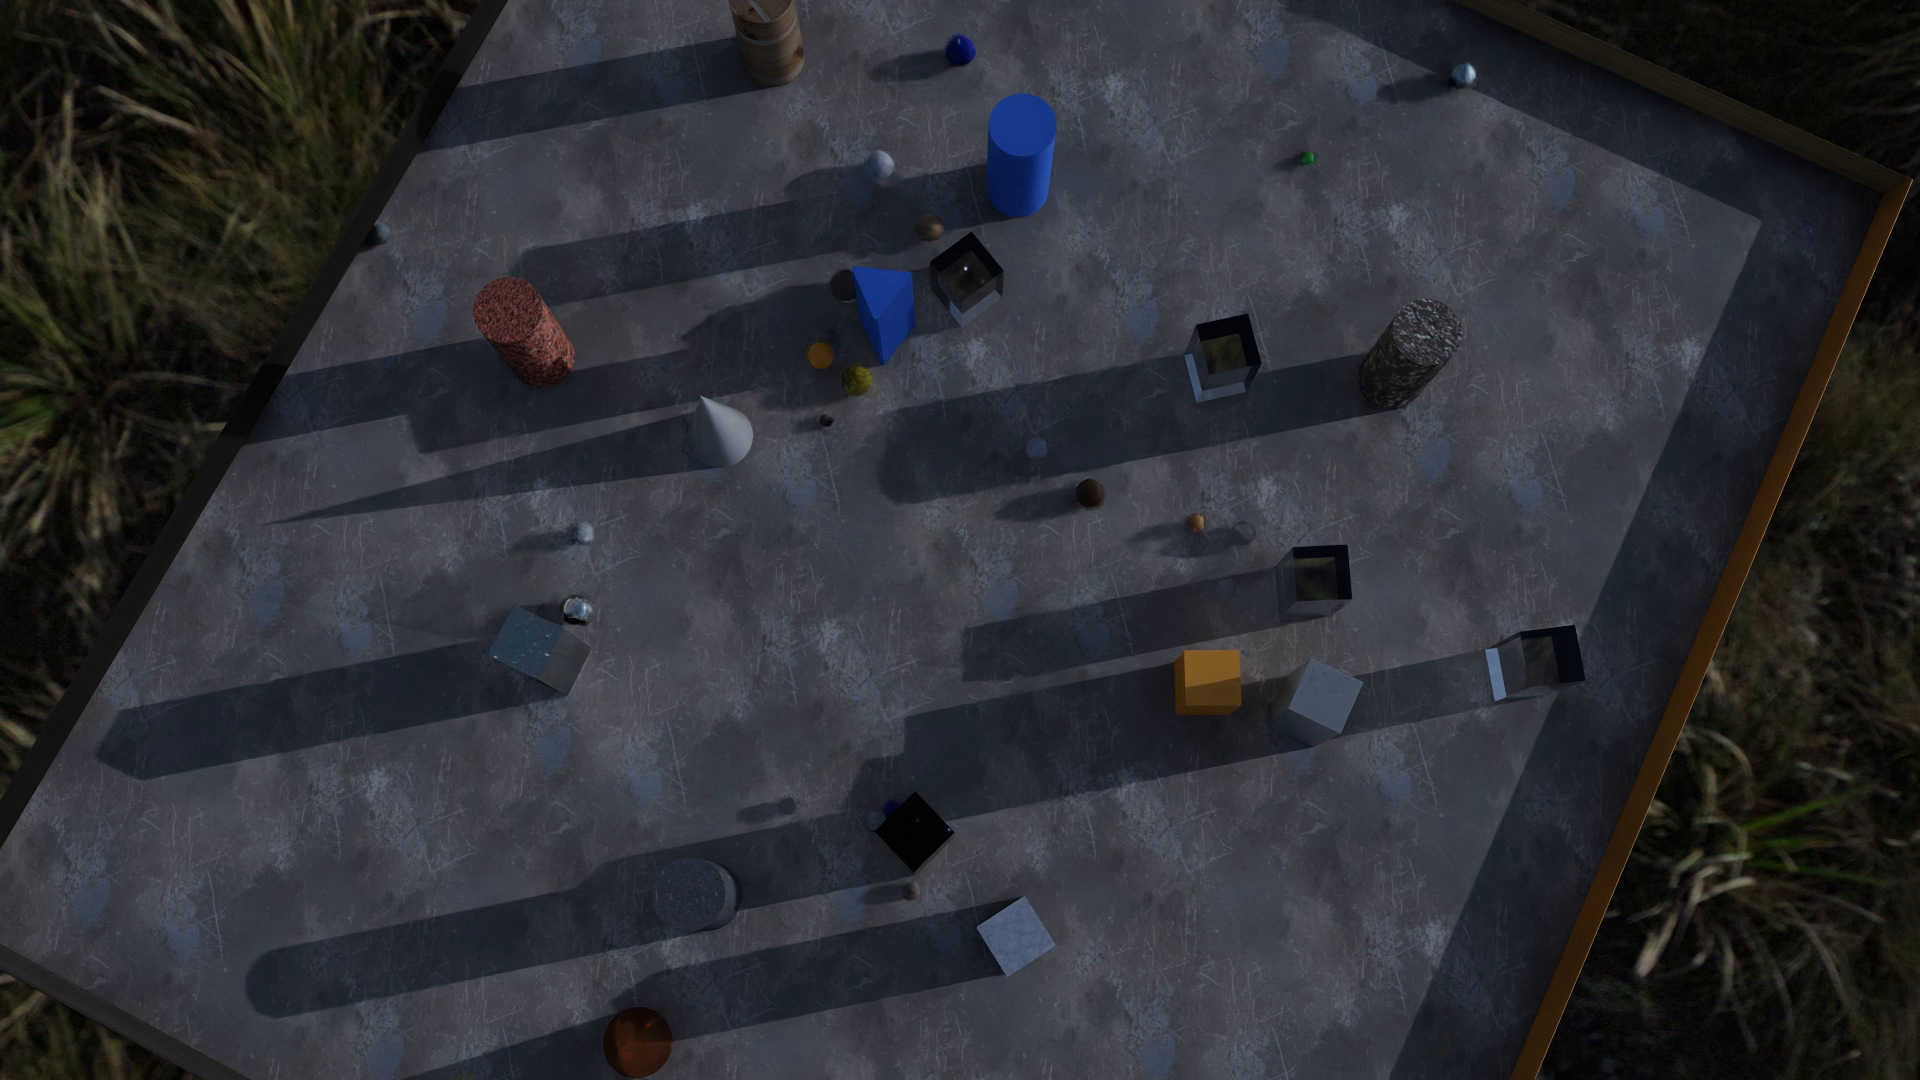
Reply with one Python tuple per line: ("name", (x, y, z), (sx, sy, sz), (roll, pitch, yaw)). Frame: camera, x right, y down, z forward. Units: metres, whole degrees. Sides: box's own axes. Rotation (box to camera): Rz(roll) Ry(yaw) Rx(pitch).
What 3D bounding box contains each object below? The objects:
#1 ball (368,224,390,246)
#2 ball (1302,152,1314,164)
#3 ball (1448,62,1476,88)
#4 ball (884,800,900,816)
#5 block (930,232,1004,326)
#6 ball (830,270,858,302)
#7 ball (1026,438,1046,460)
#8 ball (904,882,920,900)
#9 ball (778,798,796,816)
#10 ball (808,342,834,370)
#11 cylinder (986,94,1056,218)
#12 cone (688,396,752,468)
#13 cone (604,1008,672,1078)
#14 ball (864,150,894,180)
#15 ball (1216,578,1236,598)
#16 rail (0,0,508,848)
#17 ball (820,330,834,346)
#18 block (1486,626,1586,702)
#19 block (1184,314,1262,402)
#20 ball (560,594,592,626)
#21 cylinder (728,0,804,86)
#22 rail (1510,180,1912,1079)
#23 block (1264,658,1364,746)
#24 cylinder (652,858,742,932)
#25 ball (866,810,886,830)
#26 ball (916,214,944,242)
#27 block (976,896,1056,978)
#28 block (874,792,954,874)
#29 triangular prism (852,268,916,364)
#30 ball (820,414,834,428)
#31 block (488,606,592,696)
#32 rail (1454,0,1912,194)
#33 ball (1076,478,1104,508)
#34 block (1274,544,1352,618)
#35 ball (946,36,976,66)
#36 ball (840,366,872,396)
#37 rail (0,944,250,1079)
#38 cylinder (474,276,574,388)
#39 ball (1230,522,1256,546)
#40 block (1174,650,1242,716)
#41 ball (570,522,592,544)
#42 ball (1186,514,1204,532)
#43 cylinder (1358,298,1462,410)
("ball", (-1.831, -0.962, 5.782), (0.066, 0.066, 0.066), (0, 78, 0))
("ball", (1.110, -1.218, 5.848), (0.042, 0.042, 0.042), (0, 78, 0))
("ball", (1.612, -1.492, 5.883), (0.084, 0.084, 0.084), (0, 78, 0))
("ball", (-0.201, 0.797, 5.425), (0.053, 0.053, 0.053), (0, 78, 0))
("block", (0.021, -0.802, 5.657), (0.160, 0.246, 0.160), (-37, 81, -7))
("ball", (-0.356, -0.794, 5.730), (0.100, 0.100, 0.100), (0, 78, 0))
("ball", (0.234, -0.279, 5.641), (0.065, 0.065, 0.065), (0, 78, 0))
("ball", (-0.141, 1.029, 5.377), (0.052, 0.052, 0.052), (0, 78, 0))
("ball", (-0.511, 0.789, 5.427), (0.052, 0.052, 0.052), (0, 78, 0))
("ball", (-0.432, -0.572, 5.692), (0.084, 0.084, 0.084), (0, 78, 0))
("cylinder", (0.184, -1.172, 5.617), (0.200, 0.474, 0.200), (0, 78, 0))
("cone", (-0.742, -0.367, 5.463), (0.200, 0.450, 0.200), (0, 78, 0))
("cone", (-0.934, 1.426, 5.163), (0.200, 0.310, 0.200), (0, 78, 0))
("ball", (-0.256, -1.188, 5.815), (0.093, 0.093, 0.093), (0, 78, 0))
("ball", (0.809, 0.143, 5.556), (0.060, 0.060, 0.060), (0, 78, 0))
("rail", (-1.901, -0.924, 5.741), (0.045, 0.130, 4.705), (26, 80, 5))
("ball", (-0.414, -0.631, 5.724), (0.046, 0.046, 0.046), (0, 78, 0))
("block", (1.679, 0.364, 5.364), (0.160, 0.348, 0.160), (-7, 78, -1))
("block", (0.797, -0.551, 5.579), (0.160, 0.297, 0.160), (-12, 79, -3))
("ball", (-1.156, 0.210, 5.524), (0.096, 0.096, 0.096), (0, 78, 0))
("cylinder", (-0.602, -1.605, 5.728), (0.200, 0.432, 0.200), (0, 78, 0))
("rail", (1.901, 0.938, 5.355), (0.045, 0.130, 4.705), (26, 80, 5))
("block", (1.022, 0.475, 5.315), (0.160, 0.398, 0.160), (26, 79, 5))
("cylinder", (-0.743, 1.010, 5.209), (0.200, 0.389, 0.200), (0, 78, 0))
("ball", (-0.249, 0.827, 5.415), (0.060, 0.060, 0.060), (0, 78, 0))
("ball", (-0.095, -0.984, 5.776), (0.087, 0.087, 0.087), (0, 78, 0))
("block", (0.154, 1.126, 5.213), (0.160, 0.334, 0.160), (-32, 80, -6))
("block", (-0.128, 0.849, 5.292), (0.160, 0.291, 0.160), (-43, 82, -8))
("triangular prism", (-0.252, -0.704, 5.535), (0.150, 0.446, 0.173), (36, 81, 7))
("ball", (-0.413, -0.369, 5.672), (0.041, 0.041, 0.041), (0, 78, 0))
("block", (-1.221, 0.326, 5.347), (0.160, 0.397, 0.160), (24, 79, 5))
("rail", (1.041, -2.033, 5.970), (4.298, 0.130, 0.045), (26, 80, 5))
("ball", (0.396, -0.142, 5.601), (0.089, 0.089, 0.089), (0, 78, 0))
("block", (1.046, 0.126, 5.437), (0.160, 0.301, 0.160), (-3, 78, -1))
("ball", (0.003, -1.573, 5.893), (0.096, 0.096, 0.096), (0, 78, 0))
("ball", (-0.320, -0.493, 5.670), (0.096, 0.096, 0.096), (0, 78, 0))
("rail", (-1.041, 2.047, 5.126), (4.298, 0.130, 0.045), (26, 80, 5))
("cylinder", (-1.305, -0.618, 5.512), (0.200, 0.456, 0.200), (0, 78, 0))
("ball", (0.861, -0.019, 5.581), (0.077, 0.077, 0.077), (0, 78, 0))
("block", (0.727, 0.422, 5.399), (0.160, 0.256, 0.160), (0, 78, 0))
("ball", (-1.155, -0.021, 5.586), (0.069, 0.069, 0.069), (0, 78, 0))
("ball", (0.721, -0.052, 5.600), (0.054, 0.054, 0.054), (0, 78, 0))
("cylinder", (1.341, -0.550, 5.491), (0.200, 0.470, 0.200), (0, 78, 0))
